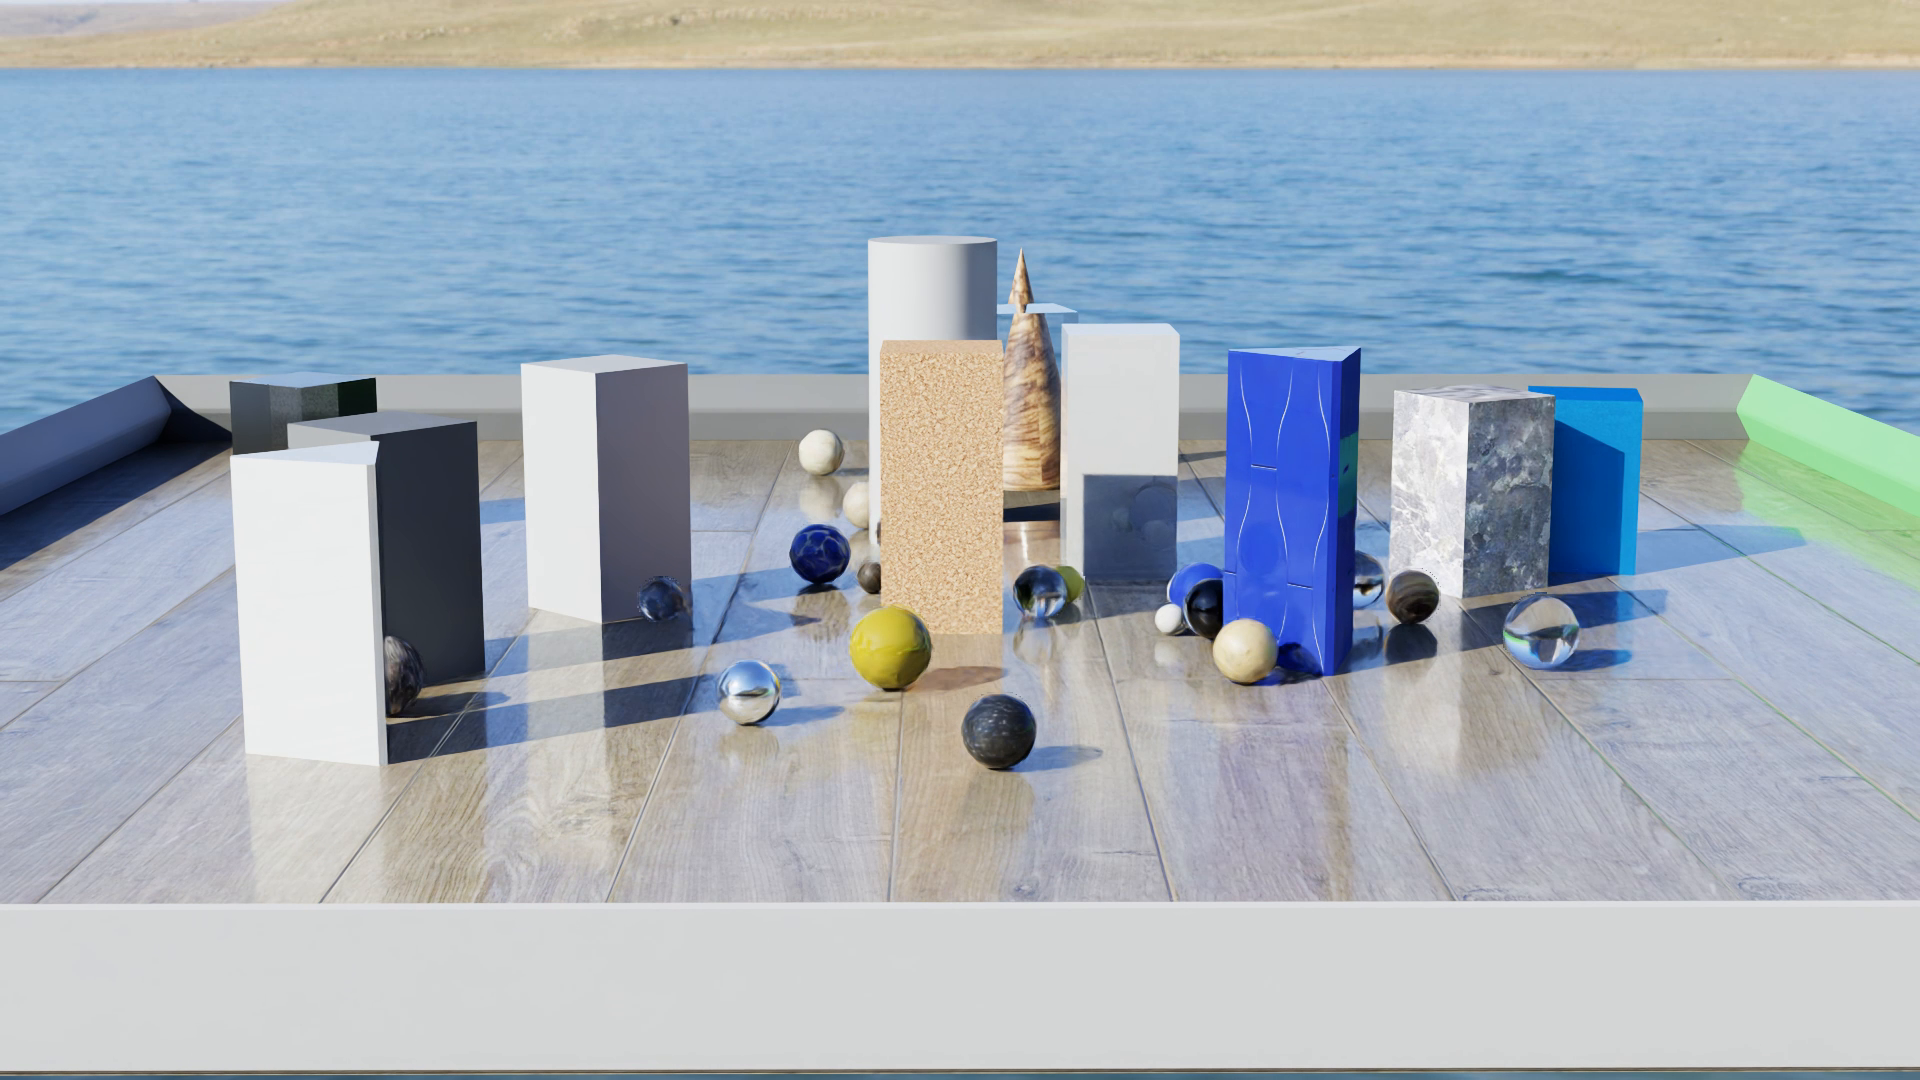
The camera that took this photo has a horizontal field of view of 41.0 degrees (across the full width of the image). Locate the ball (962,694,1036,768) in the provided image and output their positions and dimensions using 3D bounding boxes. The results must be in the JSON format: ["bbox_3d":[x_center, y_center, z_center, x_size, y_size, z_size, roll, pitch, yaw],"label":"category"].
[{"bbox_3d":[0.041,0.200,2.686,0.079,0.079,0.079,0,10,0],"label":"ball"}]

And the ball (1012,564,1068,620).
[{"bbox_3d":[0.107,0.069,3.412,0.072,0.072,0.072,0,10,0],"label":"ball"}]

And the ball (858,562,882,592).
[{"bbox_3d":[-0.122,0.052,3.583,0.044,0.044,0.044,0,10,0],"label":"ball"}]

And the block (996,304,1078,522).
[{"bbox_3d":[0.096,-0.209,4.188,0.157,0.337,0.157,-2,11,-12],"label":"block"}]

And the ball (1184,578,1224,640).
[{"bbox_3d":[0.326,0.088,3.288,0.080,0.080,0.080,0,10,0],"label":"ball"}]

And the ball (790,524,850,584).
[{"bbox_3d":[-0.199,0.019,3.642,0.086,0.086,0.086,0,10,0],"label":"ball"}]

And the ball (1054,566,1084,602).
[{"bbox_3d":[0.143,0.061,3.514,0.051,0.051,0.051,0,10,0],"label":"ball"}]

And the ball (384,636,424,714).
[{"bbox_3d":[-0.653,0.153,2.908,0.090,0.090,0.090,0,10,0],"label":"ball"}]

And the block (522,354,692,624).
[{"bbox_3d":[-0.476,-0.073,3.467,0.157,0.332,0.157,10,14,43],"label":"block"}]

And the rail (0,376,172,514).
[{"bbox_3d":[-1.544,0.034,3.440,0.045,0.128,3.222,0,10,0],"label":"rail"}]

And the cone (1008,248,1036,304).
[{"bbox_3d":[0.109,-0.316,4.557,0.197,0.411,0.197,0,10,0],"label":"cone"}]

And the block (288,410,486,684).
[{"bbox_3d":[-0.689,0.010,3.087,0.157,0.306,0.157,9,14,39],"label":"block"}]

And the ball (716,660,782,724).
[{"bbox_3d":[-0.236,0.170,2.867,0.073,0.073,0.073,0,10,0],"label":"ball"}]

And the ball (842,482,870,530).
[{"bbox_3d":[-0.147,-0.055,4.067,0.077,0.077,0.077,0,10,0],"label":"ball"}]

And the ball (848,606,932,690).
[{"bbox_3d":[-0.082,0.127,3.027,0.098,0.098,0.098,0,10,0],"label":"ball"}]

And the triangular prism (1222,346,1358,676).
[{"bbox_3d":[0.441,-0.044,3.171,0.147,0.382,0.170,-10,14,-42],"label":"triangular prism"}]

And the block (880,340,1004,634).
[{"bbox_3d":[-0.023,-0.072,3.367,0.157,0.365,0.157,0,10,0],"label":"block"}]

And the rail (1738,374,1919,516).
[{"bbox_3d":[1.544,0.031,3.458,0.045,0.128,3.222,0,10,0],"label":"rail"}]

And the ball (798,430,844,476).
[{"bbox_3d":[-0.249,-0.157,4.600,0.083,0.083,0.083,0,10,0],"label":"ball"}]

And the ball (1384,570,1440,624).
[{"bbox_3d":[0.597,0.074,3.386,0.071,0.071,0.071,0,10,0],"label":"ball"}]

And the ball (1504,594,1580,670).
[{"bbox_3d":[0.709,0.112,3.129,0.091,0.091,0.091,0,10,0],"label":"ball"}]

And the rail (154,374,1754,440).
[{"bbox_3d":[-0.009,-0.256,5.010,3.136,0.128,0.045,0,10,0],"label":"rail"}]

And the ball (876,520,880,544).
[{"bbox_3d":[-0.090,-0.012,3.850,0.072,0.072,0.072,0,10,0],"label":"ball"}]

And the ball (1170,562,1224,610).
[{"bbox_3d":[0.317,0.071,3.368,0.084,0.084,0.084,0,10,0],"label":"ball"}]

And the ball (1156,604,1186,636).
[{"bbox_3d":[0.273,0.103,3.313,0.041,0.041,0.041,0,10,0],"label":"ball"}]

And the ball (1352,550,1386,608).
[{"bbox_3d":[0.538,0.054,3.479,0.078,0.078,0.078,0,10,0],"label":"ball"}]

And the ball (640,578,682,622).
[{"bbox_3d":[-0.396,0.079,3.396,0.058,0.058,0.058,0,10,0],"label":"ball"}]

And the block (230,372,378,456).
[{"bbox_3d":[-1.027,-0.132,4.032,0.157,0.242,0.157,7,12,32],"label":"block"}]

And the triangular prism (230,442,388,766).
[{"bbox_3d":[-0.663,0.062,2.767,0.170,0.321,0.147,4,11,19],"label":"triangular prism"}]

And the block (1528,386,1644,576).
[{"bbox_3d":[0.913,-0.090,3.775,0.157,0.253,0.157,2,11,11],"label":"block"}]

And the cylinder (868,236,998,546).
[{"bbox_3d":[-0.042,-0.228,3.939,0.197,0.464,0.197,0,10,0],"label":"cylinder"}]

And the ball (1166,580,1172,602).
[{"bbox_3d":[0.304,0.070,3.468,0.049,0.049,0.049,0,10,0],"label":"ball"}]

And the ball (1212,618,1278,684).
[{"bbox_3d":[0.340,0.132,3.055,0.078,0.078,0.078,0,10,0],"label":"ball"}]

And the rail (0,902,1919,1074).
[{"bbox_3d":[0.009,0.322,1.888,3.136,0.128,0.045,0,10,0],"label":"rail"}]

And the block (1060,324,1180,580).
[{"bbox_3d":[0.229,-0.131,3.722,0.157,0.352,0.157,0,11,-1],"label":"block"}]

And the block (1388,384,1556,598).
[{"bbox_3d":[0.722,-0.072,3.626,0.157,0.272,0.157,-6,12,-29],"label":"block"}]
